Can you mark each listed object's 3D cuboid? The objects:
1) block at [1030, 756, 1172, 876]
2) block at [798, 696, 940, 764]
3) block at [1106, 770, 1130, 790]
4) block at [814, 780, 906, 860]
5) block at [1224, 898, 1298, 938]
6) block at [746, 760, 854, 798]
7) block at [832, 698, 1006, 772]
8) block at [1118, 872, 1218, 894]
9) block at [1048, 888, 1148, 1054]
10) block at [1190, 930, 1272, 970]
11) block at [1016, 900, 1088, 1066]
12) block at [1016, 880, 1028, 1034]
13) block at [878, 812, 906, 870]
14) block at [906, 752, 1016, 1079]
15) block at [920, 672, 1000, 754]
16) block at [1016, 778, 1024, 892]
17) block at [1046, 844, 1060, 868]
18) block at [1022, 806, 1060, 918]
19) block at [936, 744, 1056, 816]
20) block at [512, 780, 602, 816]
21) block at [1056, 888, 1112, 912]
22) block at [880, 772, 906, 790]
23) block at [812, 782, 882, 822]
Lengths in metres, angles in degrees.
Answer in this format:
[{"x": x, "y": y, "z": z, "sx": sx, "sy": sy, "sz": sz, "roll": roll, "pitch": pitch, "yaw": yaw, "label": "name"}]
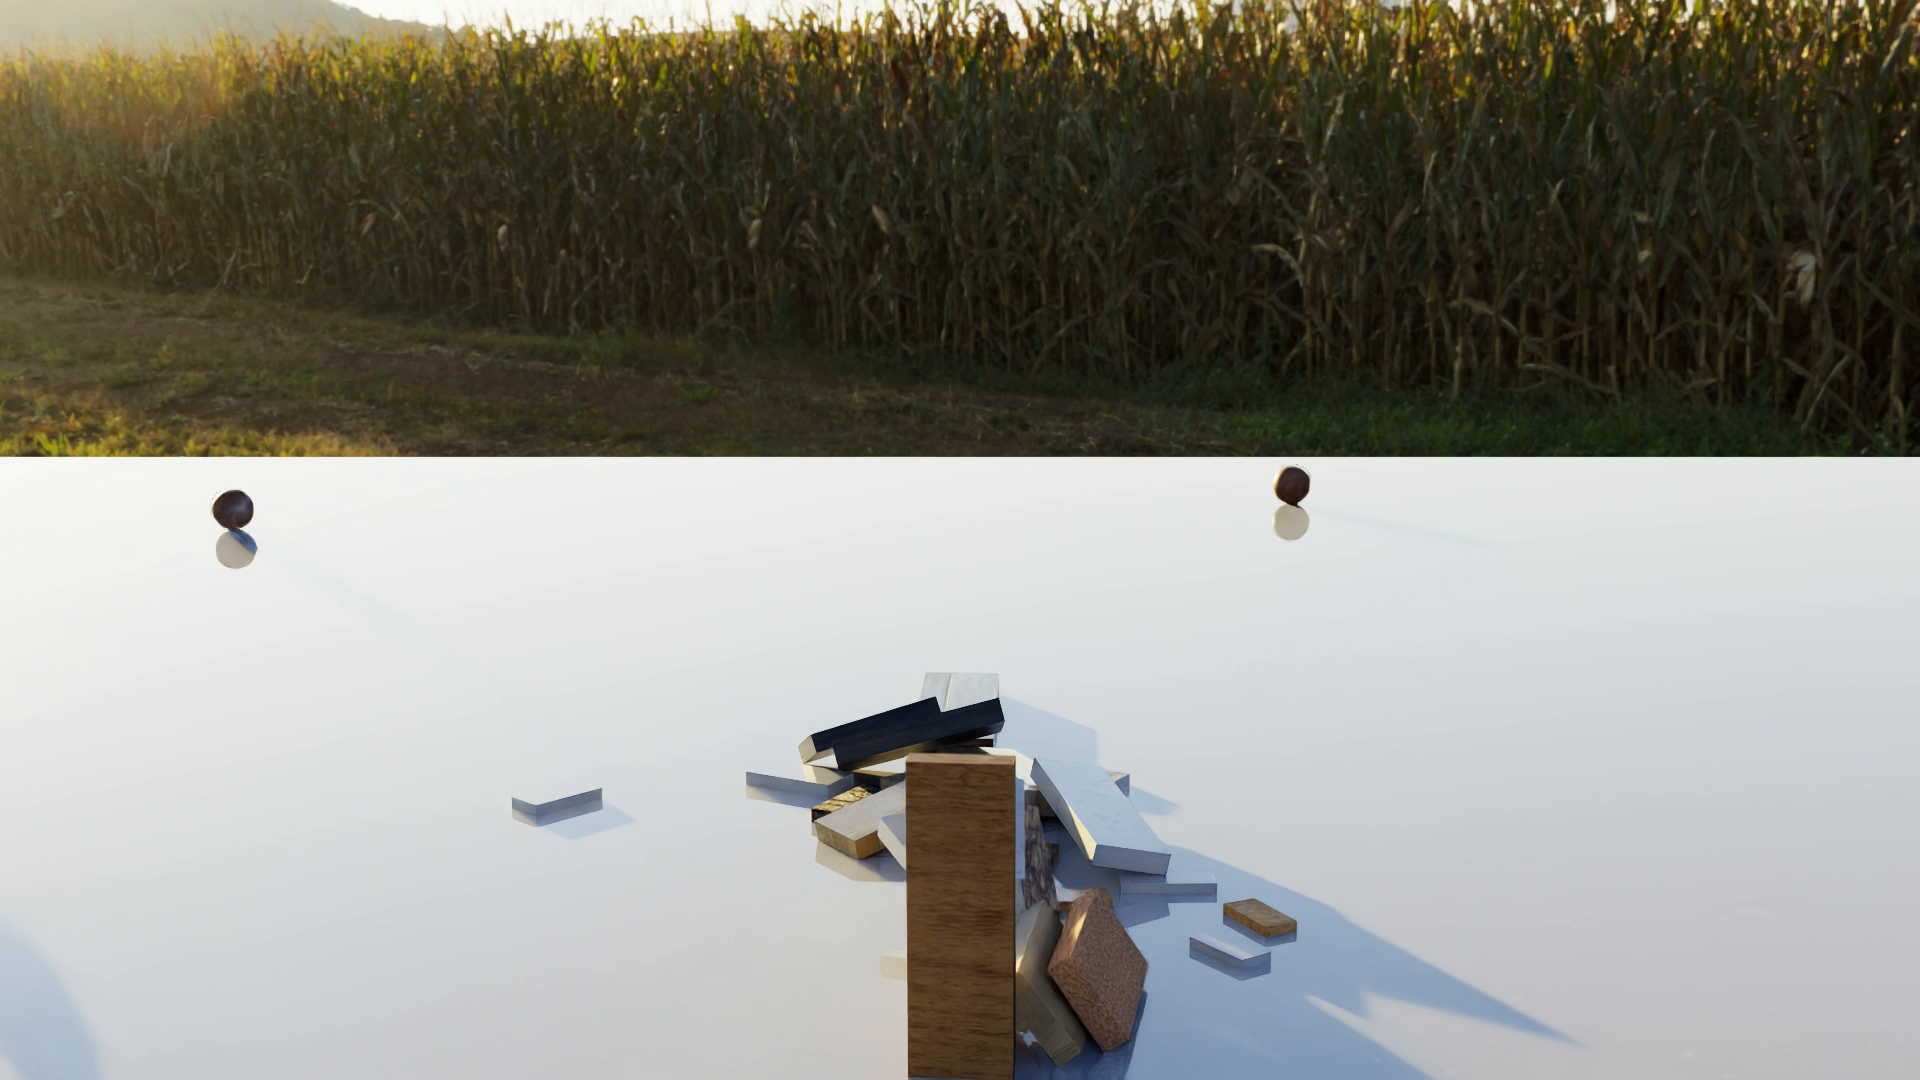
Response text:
[{"x": 0.243, "y": 0.484, "z": 3.895, "sx": 0.134, "sy": 0.038, "sz": 0.437, "roll": 10, "pitch": 12, "yaw": -14, "label": "block"}, {"x": -0.181, "y": 0.381, "z": 4.404, "sx": 0.268, "sy": 0.038, "sz": 0.134, "roll": -16, "pitch": -10, "yaw": -19, "label": "block"}, {"x": 0.245, "y": 0.464, "z": 4.288, "sx": 0.153, "sy": 0.022, "sz": 0.076, "roll": 6, "pitch": 12, "yaw": 31, "label": "block"}, {"x": -0.111, "y": 0.489, "z": 3.954, "sx": 0.268, "sy": 0.038, "sz": 0.134, "roll": -21, "pitch": 21, "yaw": -31, "label": "block"}, {"x": 0.482, "y": 0.606, "z": 3.534, "sx": 0.060, "sy": 0.017, "sz": 0.120, "roll": -5, "pitch": 12, "yaw": -27, "label": "block"}, {"x": -0.311, "y": 0.464, "z": 4.274, "sx": 0.188, "sy": 0.027, "sz": 0.094, "roll": 6, "pitch": 12, "yaw": 28, "label": "block"}, {"x": -0.082, "y": 0.383, "z": 4.289, "sx": 0.331, "sy": 0.047, "sz": 0.166, "roll": -14, "pitch": -12, "yaw": -5, "label": "block"}, {"x": 0.348, "y": 0.576, "z": 3.698, "sx": 0.161, "sy": 0.017, "sz": 0.060, "roll": 0, "pitch": 11, "yaw": -2, "label": "block"}, {"x": 0.201, "y": 0.614, "z": 3.160, "sx": 0.040, "sy": 0.142, "sz": 0.283, "roll": -33, "pitch": 3, "yaw": 14, "label": "block"}, {"x": 0.417, "y": 0.632, "z": 3.395, "sx": 0.060, "sy": 0.017, "sz": 0.120, "roll": -7, "pitch": 13, "yaw": -34, "label": "block"}, {"x": 0.128, "y": 0.623, "z": 3.117, "sx": 0.040, "sy": 0.142, "sz": 0.283, "roll": -37, "pitch": 3, "yaw": 14, "label": "block"}, {"x": 0.025, "y": 0.575, "z": 3.194, "sx": 0.152, "sy": 0.043, "sz": 0.315, "roll": 24, "pitch": 22, "yaw": -15, "label": "block"}, {"x": -0.019, "y": 0.521, "z": 3.561, "sx": 0.131, "sy": 0.037, "sz": 0.261, "roll": -6, "pitch": 27, "yaw": -27, "label": "block"}, {"x": 0.002, "y": 0.503, "z": 2.924, "sx": 0.142, "sy": 0.443, "sz": 0.040, "roll": 1, "pitch": 12, "yaw": 5, "label": "block"}, {"x": -0.005, "y": 0.373, "z": 4.709, "sx": 0.166, "sy": 0.047, "sz": 0.546, "roll": 0, "pitch": 11, "yaw": 2, "label": "block"}, {"x": 0.025, "y": 0.466, "z": 3.492, "sx": 0.152, "sy": 0.043, "sz": 0.303, "roll": 7, "pitch": 24, "yaw": -1, "label": "block"}, {"x": 0.135, "y": 0.552, "z": 3.828, "sx": 0.057, "sy": 0.016, "sz": 0.113, "roll": 2, "pitch": 11, "yaw": 12, "label": "block"}, {"x": 0.063, "y": 0.517, "z": 3.495, "sx": 0.152, "sy": 0.043, "sz": 0.303, "roll": 4, "pitch": 24, "yaw": -7, "label": "block"}, {"x": 0.097, "y": 0.456, "z": 4.177, "sx": 0.166, "sy": 0.047, "sz": 0.331, "roll": 7, "pitch": 6, "yaw": -26, "label": "block"}, {"x": -0.762, "y": 0.488, "z": 4.160, "sx": 0.076, "sy": 0.022, "sz": 0.153, "roll": 10, "pitch": 14, "yaw": 42, "label": "block"}, {"x": 0.189, "y": 0.591, "z": 3.617, "sx": 0.113, "sy": 0.016, "sz": 0.057, "roll": -2, "pitch": 11, "yaw": -9, "label": "block"}, {"x": -0.048, "y": 0.473, "z": 4.094, "sx": 0.076, "sy": 0.022, "sz": 0.236, "roll": -8, "pitch": 13, "yaw": -37, "label": "block"}, {"x": -0.186, "y": 0.496, "z": 4.104, "sx": 0.094, "sy": 0.027, "sz": 0.188, "roll": 6, "pitch": 12, "yaw": 29, "label": "block"}]
